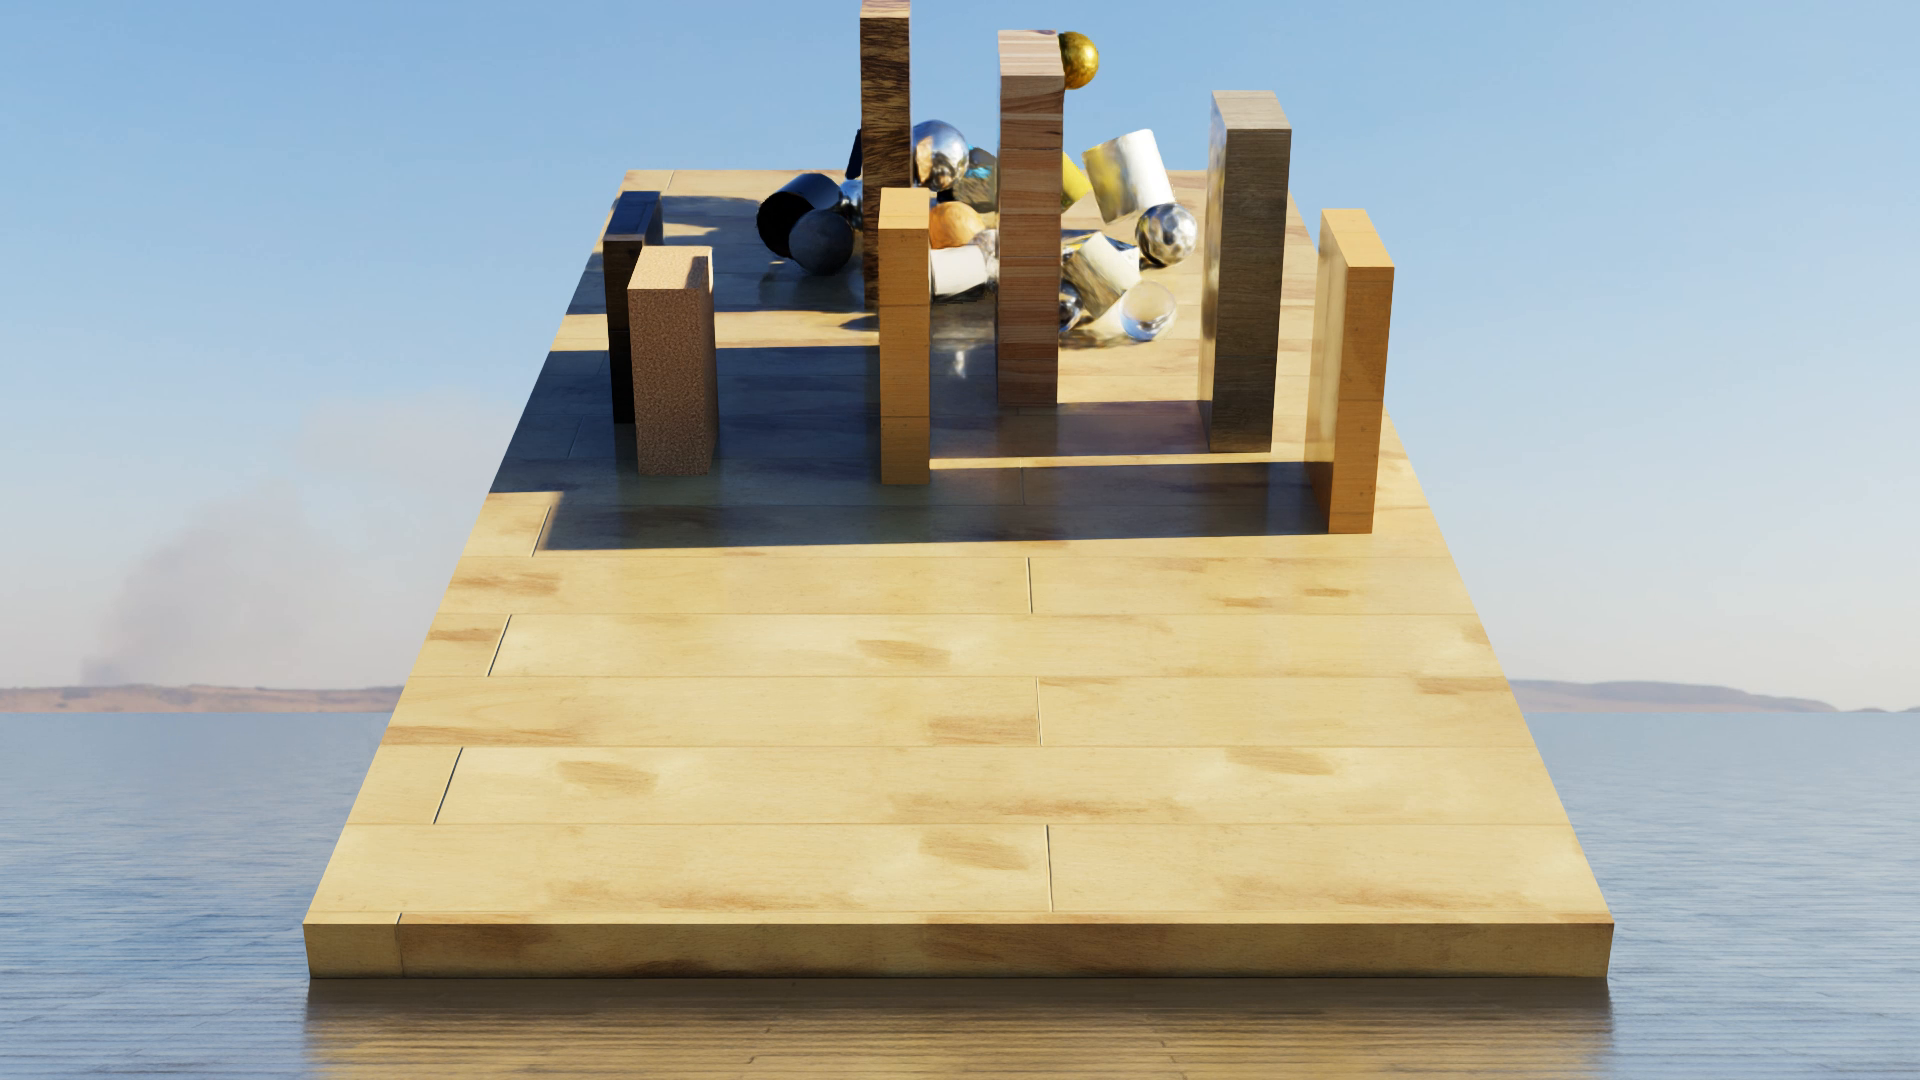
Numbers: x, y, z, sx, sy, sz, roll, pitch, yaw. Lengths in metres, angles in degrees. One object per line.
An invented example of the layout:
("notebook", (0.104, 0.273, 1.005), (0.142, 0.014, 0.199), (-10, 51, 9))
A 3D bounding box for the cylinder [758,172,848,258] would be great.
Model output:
("cylinder", (-0.434, -0.894, 6.465), (0.190, 0.190, 0.190), (-2, 23, 22))

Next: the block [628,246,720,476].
("block", (-0.623, -0.395, 5.137), (0.150, 0.427, 0.284), (0, 25, 0))

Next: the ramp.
("ramp", (-0.009, -0.229, 5.406), (2.000, 0.100, 4.000), (0, 25, 0))

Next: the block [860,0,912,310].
("block", (-0.186, -1.011, 6.055), (0.121, 0.754, 0.348), (0, 25, 0))

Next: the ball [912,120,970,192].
("ball", (-0.070, -1.035, 6.323), (0.192, 0.192, 0.192), (0, -4, 0))

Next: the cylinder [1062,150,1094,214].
("cylinder", (0.257, -0.973, 6.409), (0.153, 0.153, 0.153), (-40, 4, 4))

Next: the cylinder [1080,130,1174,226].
("cylinder", (0.468, -1.009, 6.547), (0.207, 0.207, 0.207), (-19, 1, 0))

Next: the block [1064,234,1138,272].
("block", (0.366, -0.700, 6.119), (0.138, 0.138, 0.138), (-19, 31, -36))

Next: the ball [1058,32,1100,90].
("ball", (0.318, -1.379, 6.757), (0.164, 0.164, 0.164), (0, -4, 0))

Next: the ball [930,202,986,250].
("ball", (-0.022, -0.819, 6.316), (0.184, 0.184, 0.184), (0, -4, 0))

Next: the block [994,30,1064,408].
("block", (0.157, -0.752, 5.478), (0.138, 0.782, 0.426), (0, 25, 0))

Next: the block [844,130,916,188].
("block", (-0.214, -1.058, 6.712), (0.158, 0.158, 0.158), (7, -19, 20))

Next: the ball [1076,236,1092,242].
("ball", (0.347, -0.755, 6.254), (0.111, 0.111, 0.111), (0, -4, 0))

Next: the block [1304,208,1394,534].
("block", (0.804, -0.354, 4.884), (0.090, 0.578, 0.374), (0, 25, 0))

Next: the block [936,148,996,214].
("block", (0.031, -1.038, 6.810), (0.143, 0.143, 0.143), (-15, 34, -29))

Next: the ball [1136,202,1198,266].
("ball", (0.560, -0.828, 6.355), (0.170, 0.170, 0.170), (0, -4, 0))

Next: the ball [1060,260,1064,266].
("ball", (0.236, -0.665, 6.064), (0.124, 0.124, 0.124), (0, -4, 0))

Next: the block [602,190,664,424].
("block", (-0.747, -0.544, 5.440), (0.089, 0.436, 0.374), (0, 25, 0))

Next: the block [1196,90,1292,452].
("block", (0.624, -0.594, 5.202), (0.136, 0.736, 0.311), (0, 25, 0))

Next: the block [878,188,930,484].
("block", (-0.117, -0.440, 5.064), (0.103, 0.574, 0.283), (0, 25, 0))

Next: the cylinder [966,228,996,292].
("cylinder", (0.101, -0.729, 6.176), (0.143, 0.143, 0.143), (2, 22, -27))

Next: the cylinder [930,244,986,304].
("cylinder", (-0.022, -0.688, 6.092), (0.139, 0.139, 0.139), (-10, -1, -19))

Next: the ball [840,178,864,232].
("ball", (-0.291, -0.943, 6.614), (0.151, 0.151, 0.151), (0, -4, 0))

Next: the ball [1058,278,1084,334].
("ball", (0.237, -0.587, 5.870), (0.142, 0.142, 0.142), (0, -4, 0))

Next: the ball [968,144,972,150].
("ball", (-0.029, -1.164, 7.320), (0.181, 0.181, 0.181), (0, -4, 0))

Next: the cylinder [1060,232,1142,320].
("cylinder", (0.350, -0.666, 5.936), (0.159, 0.159, 0.159), (-43, 0, 0))

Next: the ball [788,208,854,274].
("ball", (-0.371, -0.798, 6.279), (0.175, 0.175, 0.175), (0, -4, 0))

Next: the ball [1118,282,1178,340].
("ball", (0.467, -0.569, 5.835), (0.148, 0.148, 0.148), (0, -4, 0))
